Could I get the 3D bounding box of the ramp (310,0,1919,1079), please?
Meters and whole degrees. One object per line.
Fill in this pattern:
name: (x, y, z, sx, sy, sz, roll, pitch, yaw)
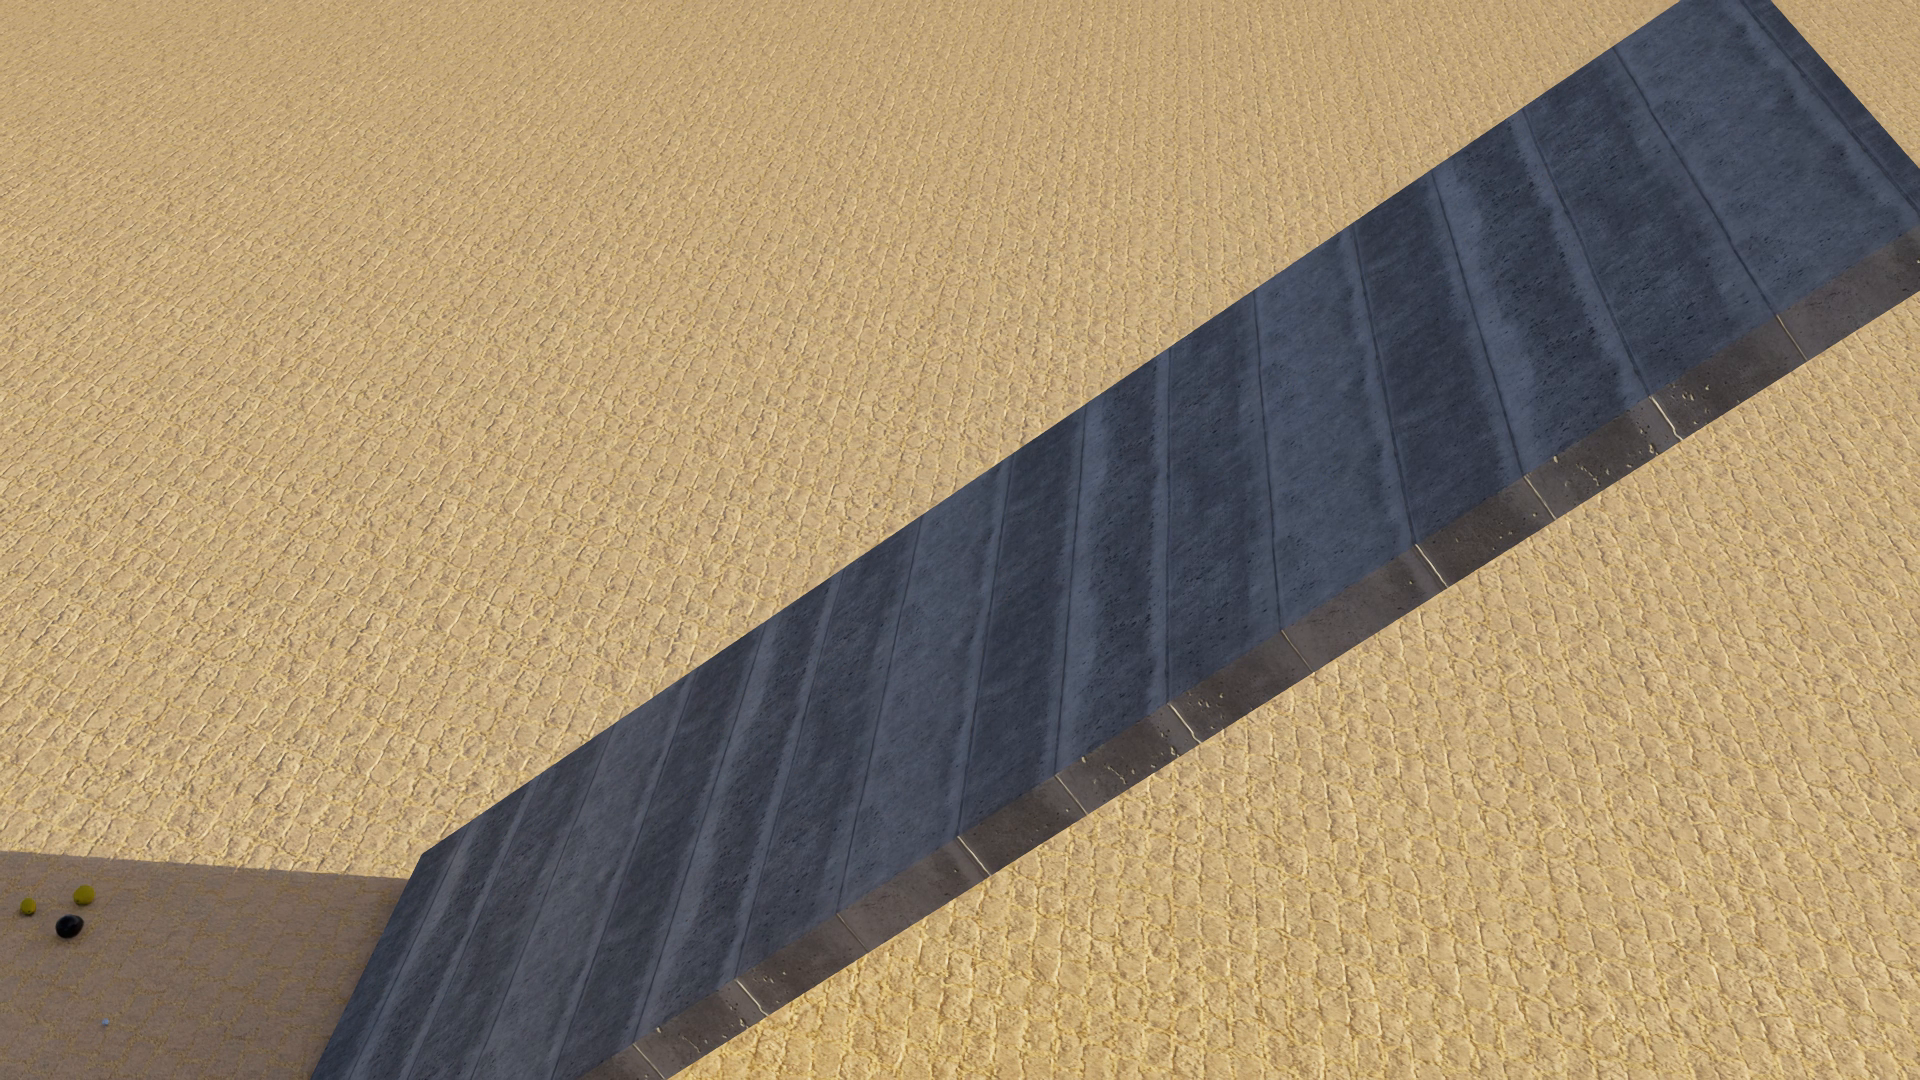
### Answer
ramp: (0.130, 0.178, 6.319, 4.000, 0.100, 2.000, -34, 16, 16)
